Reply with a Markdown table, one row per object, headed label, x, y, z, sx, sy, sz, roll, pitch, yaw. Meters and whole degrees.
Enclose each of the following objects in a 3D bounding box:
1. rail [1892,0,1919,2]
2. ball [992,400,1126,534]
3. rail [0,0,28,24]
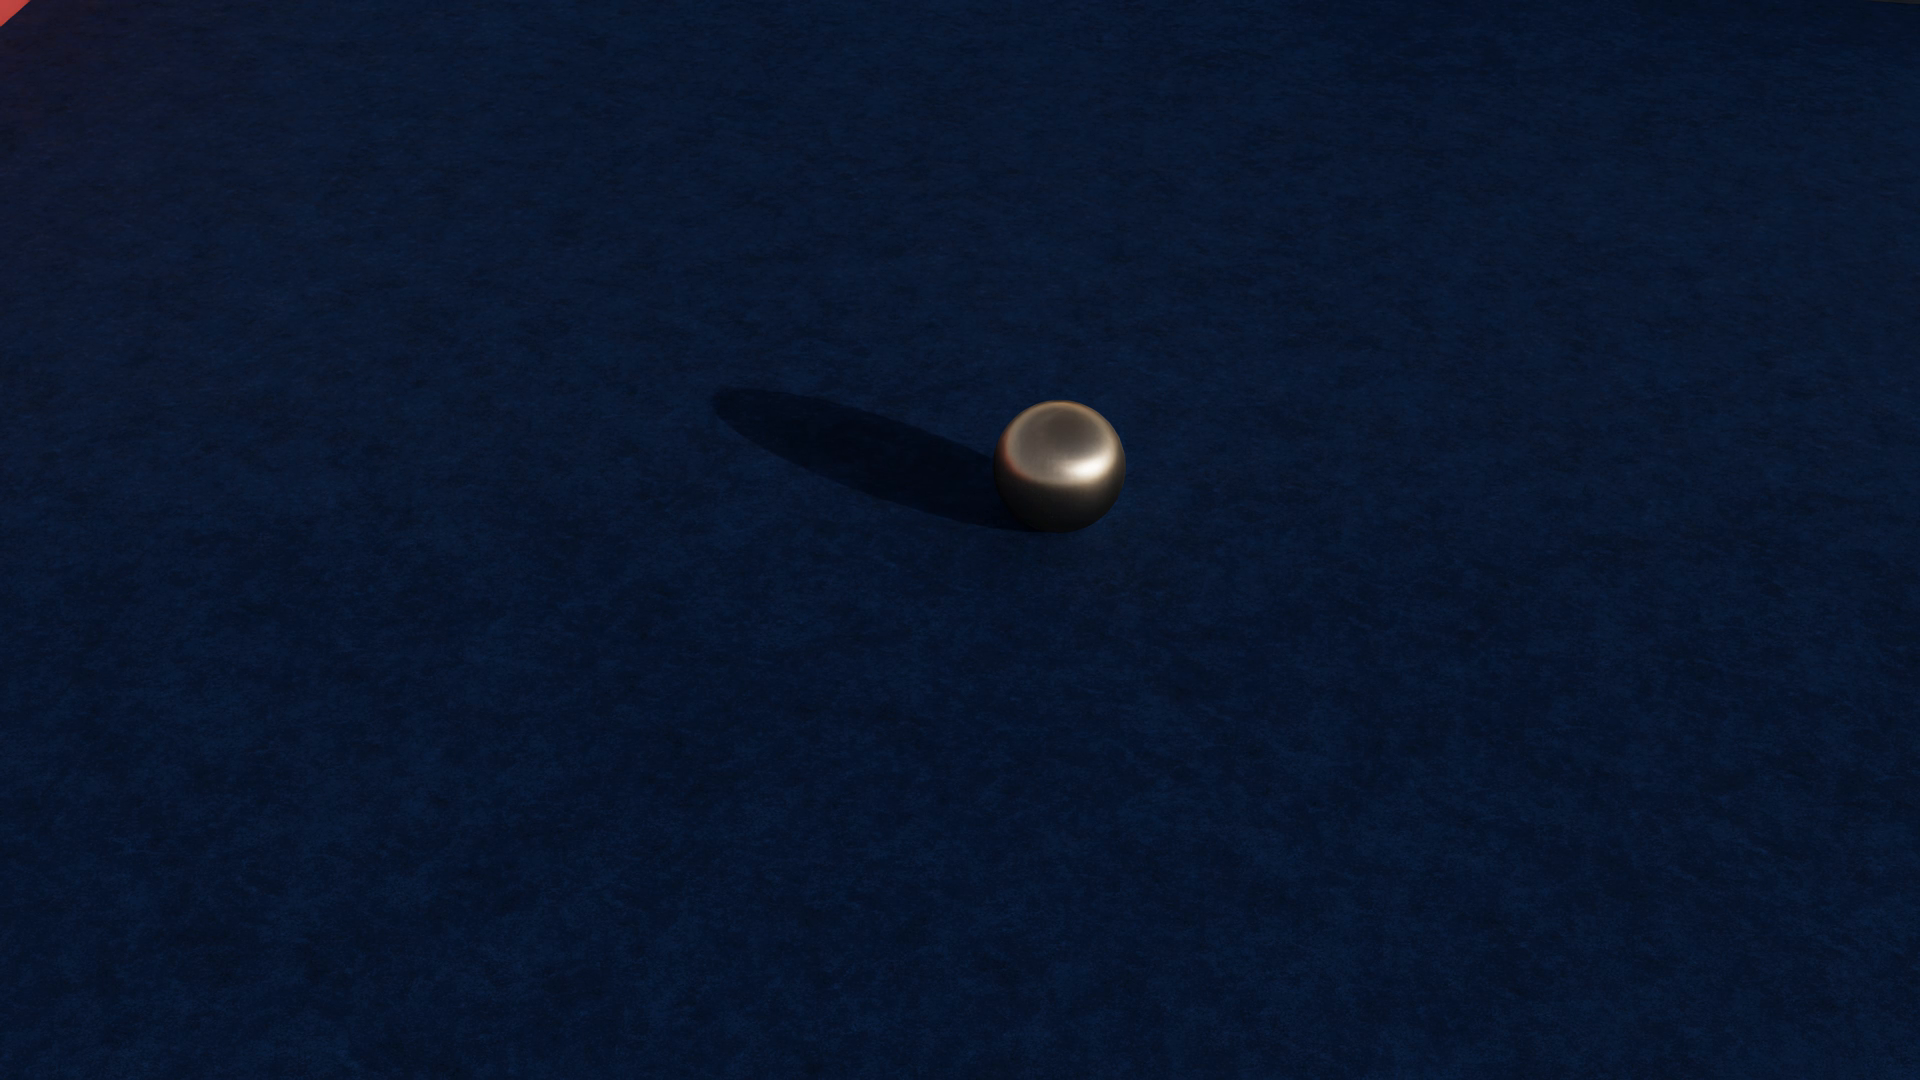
| label | x | y | z | sx | sy | sz | roll | pitch | yaw |
| --- | --- | --- | --- | --- | --- | --- | --- | --- | --- |
| rail | 1.242 | -0.536 | 2.435 | 4.292 | 0.120 | 0.045 | 6 | 36 | 8 |
| ball | 0.069 | -0.051 | 1.776 | 0.092 | 0.092 | 0.092 | 0 | 35 | 0 |
| rail | -1.034 | -0.121 | 1.849 | 0.045 | 0.120 | 2.230 | 6 | 36 | 8 |
